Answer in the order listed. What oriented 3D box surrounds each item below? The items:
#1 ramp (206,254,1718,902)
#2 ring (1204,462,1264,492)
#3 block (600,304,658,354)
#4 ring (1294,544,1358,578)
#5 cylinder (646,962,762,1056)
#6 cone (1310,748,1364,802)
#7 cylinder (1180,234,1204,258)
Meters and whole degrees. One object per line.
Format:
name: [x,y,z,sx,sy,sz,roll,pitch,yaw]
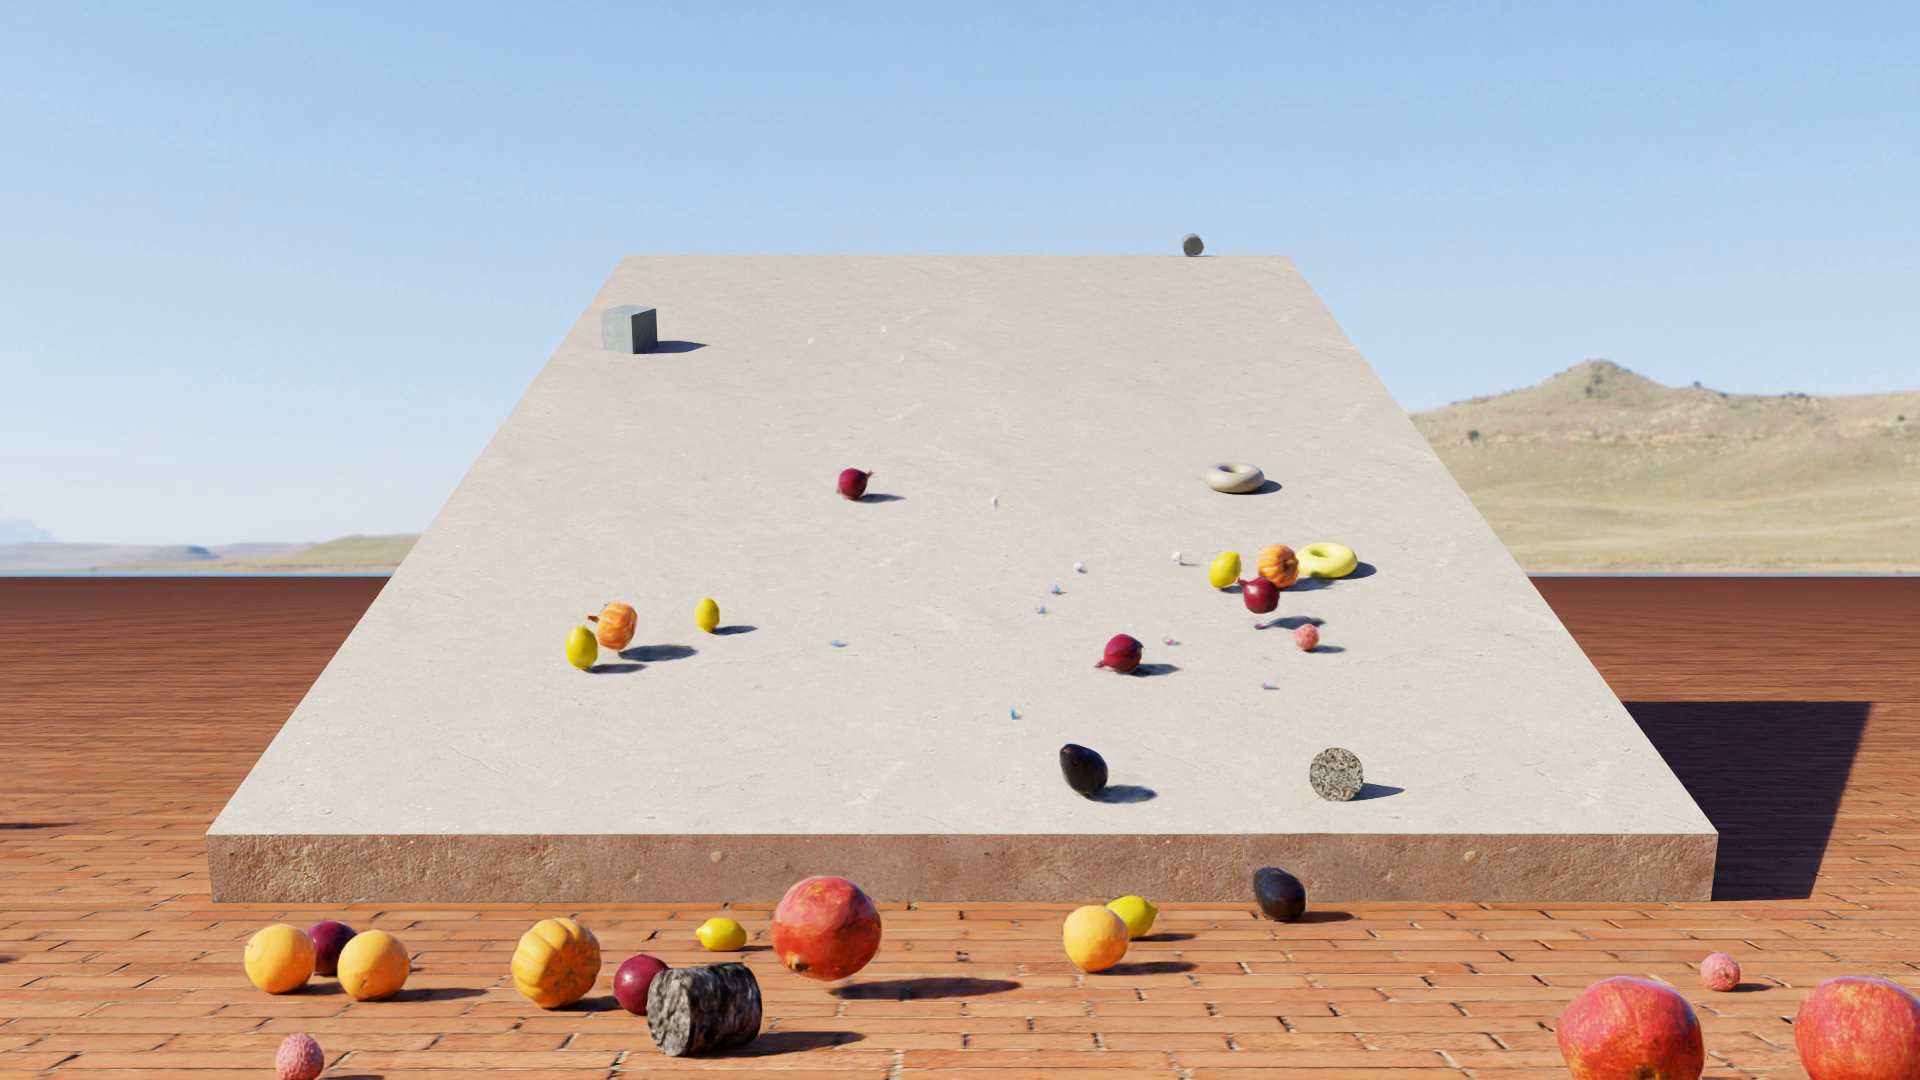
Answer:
ramp: [-0.004,-0.189,4.875,2.000,0.100,4.000,0,18,0]
ring: [0.547,-0.124,4.460,0.120,0.040,0.120,1,18,0]
block: [-0.825,-0.526,5.581,0.098,0.098,0.098,11,21,30]
ring: [0.650,0.036,3.974,0.110,0.037,0.110,-2,21,1]
cylinder: [-0.236,0.433,2.070,0.077,0.077,0.077,1,-1,-38]
cone: [0.515,0.326,3.098,0.074,0.074,0.074,0,-8,1]
cylinder: [0.699,-0.888,6.748,0.061,0.061,0.061,0,18,-2]
